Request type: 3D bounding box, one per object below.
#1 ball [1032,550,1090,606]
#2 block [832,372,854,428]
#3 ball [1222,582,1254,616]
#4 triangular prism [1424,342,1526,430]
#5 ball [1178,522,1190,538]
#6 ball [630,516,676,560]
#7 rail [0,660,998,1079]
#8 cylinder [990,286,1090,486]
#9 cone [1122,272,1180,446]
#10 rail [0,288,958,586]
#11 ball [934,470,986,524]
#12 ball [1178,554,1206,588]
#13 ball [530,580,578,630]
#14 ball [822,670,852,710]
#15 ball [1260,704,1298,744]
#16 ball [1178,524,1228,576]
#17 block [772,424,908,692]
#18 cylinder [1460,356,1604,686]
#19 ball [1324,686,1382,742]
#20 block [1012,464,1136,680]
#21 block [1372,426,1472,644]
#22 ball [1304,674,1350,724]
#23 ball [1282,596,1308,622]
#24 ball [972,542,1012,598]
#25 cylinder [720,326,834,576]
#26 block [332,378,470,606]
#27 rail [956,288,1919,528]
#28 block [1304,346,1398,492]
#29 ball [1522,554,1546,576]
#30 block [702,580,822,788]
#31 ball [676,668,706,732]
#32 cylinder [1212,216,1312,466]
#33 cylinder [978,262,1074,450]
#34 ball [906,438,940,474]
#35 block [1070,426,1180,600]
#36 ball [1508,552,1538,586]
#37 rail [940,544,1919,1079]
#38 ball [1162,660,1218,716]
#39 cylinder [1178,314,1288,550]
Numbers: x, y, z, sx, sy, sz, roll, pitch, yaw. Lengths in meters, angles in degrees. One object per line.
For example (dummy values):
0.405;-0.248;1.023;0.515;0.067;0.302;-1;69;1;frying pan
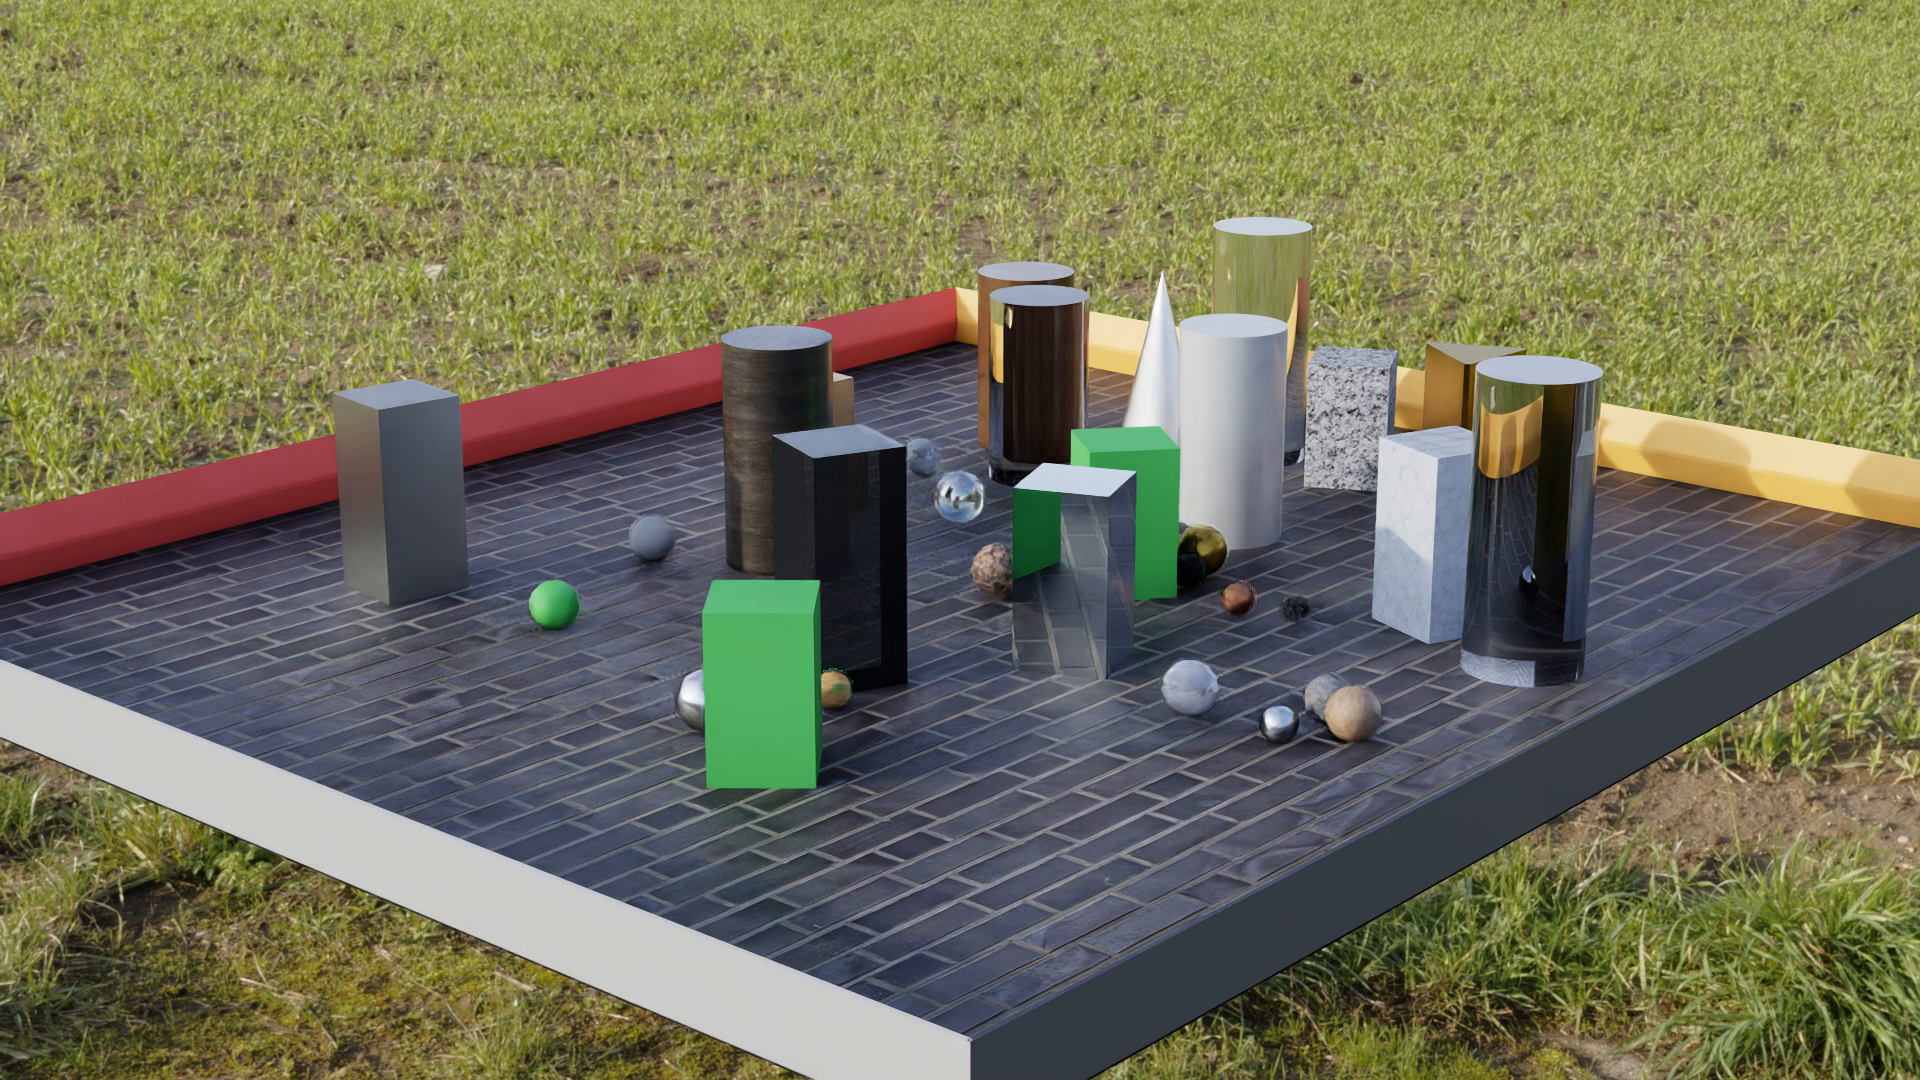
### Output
0.174;0.066;5.066;0.099;0.099;0.099;0;17;0;ball
-0.317;-0.195;5.673;0.159;0.247;0.159;-15;22;-41;block
0.476;0.101;5.021;0.056;0.056;0.056;0;17;0;ball
0.882;-0.139;5.209;0.172;0.408;0.149;-16;23;-42;triangular prism
0.402;-0.008;5.392;0.052;0.052;0.052;0;17;0;ball
-0.558;-0.004;5.326;0.081;0.081;0.081;0;17;0;ball
-0.966;0.353;4.055;2.628;0.129;0.045;14;22;39;rail
0.157;-0.306;5.832;0.199;0.368;0.199;0;17;0;cylinder
0.400;-0.335;5.851;0.199;0.413;0.199;0;17;0;cone
-0.974;-0.212;5.930;0.045;0.129;2.993;14;22;39;rail
0.000;-0.082;5.553;0.099;0.099;0.099;0;17;0;ball
0.404;0.054;5.170;0.061;0.061;0.061;0;17;0;ball
-0.685;0.109;4.949;0.083;0.083;0.083;0;17;0;ball
-0.199;0.234;4.574;0.060;0.060;0.060;0;17;0;ball
0.482;0.278;4.428;0.059;0.059;0.059;0;17;0;ball
0.431;0.019;5.233;0.092;0.092;0.092;0;17;0;ball
-0.191;0.031;4.670;0.159;0.392;0.159;-8;19;-26;block
0.914;-0.032;4.699;0.199;0.496;0.199;0;17;0;cylinder
0.595;0.263;4.433;0.086;0.086;0.086;0;17;0;ball
0.186;0.049;4.761;0.159;0.306;0.159;6;18;18;block
0.812;-0.011;4.936;0.159;0.320;0.159;-9;19;-27;block
0.568;0.245;4.508;0.077;0.077;0.077;0;17;0;ball
0.570;0.117;4.988;0.045;0.045;0.045;0;17;0;ball
0.069;0.053;5.112;0.097;0.097;0.097;0;17;0;ball
-0.326;-0.162;5.274;0.199;0.414;0.199;0;17;0;cylinder
-0.978;-0.086;5.134;0.159;0.349;0.159;-14;22;-38;block
0.966;-0.288;6.185;2.628;0.129;0.045;14;22;39;rail
0.777;-0.242;5.825;0.159;0.250;0.159;4;17;13;block
1.026;0.044;5.236;0.042;0.042;0.042;0;17;0;ball
-0.287;0.210;4.295;0.159;0.267;0.159;0;17;1;block
-0.385;0.245;4.473;0.098;0.098;0.098;0;17;0;ball
0.609;-0.403;5.963;0.199;0.478;0.199;0;17;0;cylinder
0.136;-0.377;6.074;0.199;0.365;0.199;0;17;0;cylinder
-0.078;-0.168;5.883;0.075;0.075;0.075;0;17;0;ball
0.287;-0.047;5.144;0.159;0.269;0.159;-3;17;-9;block
0.991;0.051;5.182;0.059;0.059;0.059;0;17;0;ball
0.974;0.276;4.310;0.045;0.129;2.993;14;22;39;rail
0.356;0.229;4.543;0.088;0.088;0.088;0;17;0;ball
0.502;-0.202;5.434;0.199;0.400;0.199;0;17;0;cylinder
